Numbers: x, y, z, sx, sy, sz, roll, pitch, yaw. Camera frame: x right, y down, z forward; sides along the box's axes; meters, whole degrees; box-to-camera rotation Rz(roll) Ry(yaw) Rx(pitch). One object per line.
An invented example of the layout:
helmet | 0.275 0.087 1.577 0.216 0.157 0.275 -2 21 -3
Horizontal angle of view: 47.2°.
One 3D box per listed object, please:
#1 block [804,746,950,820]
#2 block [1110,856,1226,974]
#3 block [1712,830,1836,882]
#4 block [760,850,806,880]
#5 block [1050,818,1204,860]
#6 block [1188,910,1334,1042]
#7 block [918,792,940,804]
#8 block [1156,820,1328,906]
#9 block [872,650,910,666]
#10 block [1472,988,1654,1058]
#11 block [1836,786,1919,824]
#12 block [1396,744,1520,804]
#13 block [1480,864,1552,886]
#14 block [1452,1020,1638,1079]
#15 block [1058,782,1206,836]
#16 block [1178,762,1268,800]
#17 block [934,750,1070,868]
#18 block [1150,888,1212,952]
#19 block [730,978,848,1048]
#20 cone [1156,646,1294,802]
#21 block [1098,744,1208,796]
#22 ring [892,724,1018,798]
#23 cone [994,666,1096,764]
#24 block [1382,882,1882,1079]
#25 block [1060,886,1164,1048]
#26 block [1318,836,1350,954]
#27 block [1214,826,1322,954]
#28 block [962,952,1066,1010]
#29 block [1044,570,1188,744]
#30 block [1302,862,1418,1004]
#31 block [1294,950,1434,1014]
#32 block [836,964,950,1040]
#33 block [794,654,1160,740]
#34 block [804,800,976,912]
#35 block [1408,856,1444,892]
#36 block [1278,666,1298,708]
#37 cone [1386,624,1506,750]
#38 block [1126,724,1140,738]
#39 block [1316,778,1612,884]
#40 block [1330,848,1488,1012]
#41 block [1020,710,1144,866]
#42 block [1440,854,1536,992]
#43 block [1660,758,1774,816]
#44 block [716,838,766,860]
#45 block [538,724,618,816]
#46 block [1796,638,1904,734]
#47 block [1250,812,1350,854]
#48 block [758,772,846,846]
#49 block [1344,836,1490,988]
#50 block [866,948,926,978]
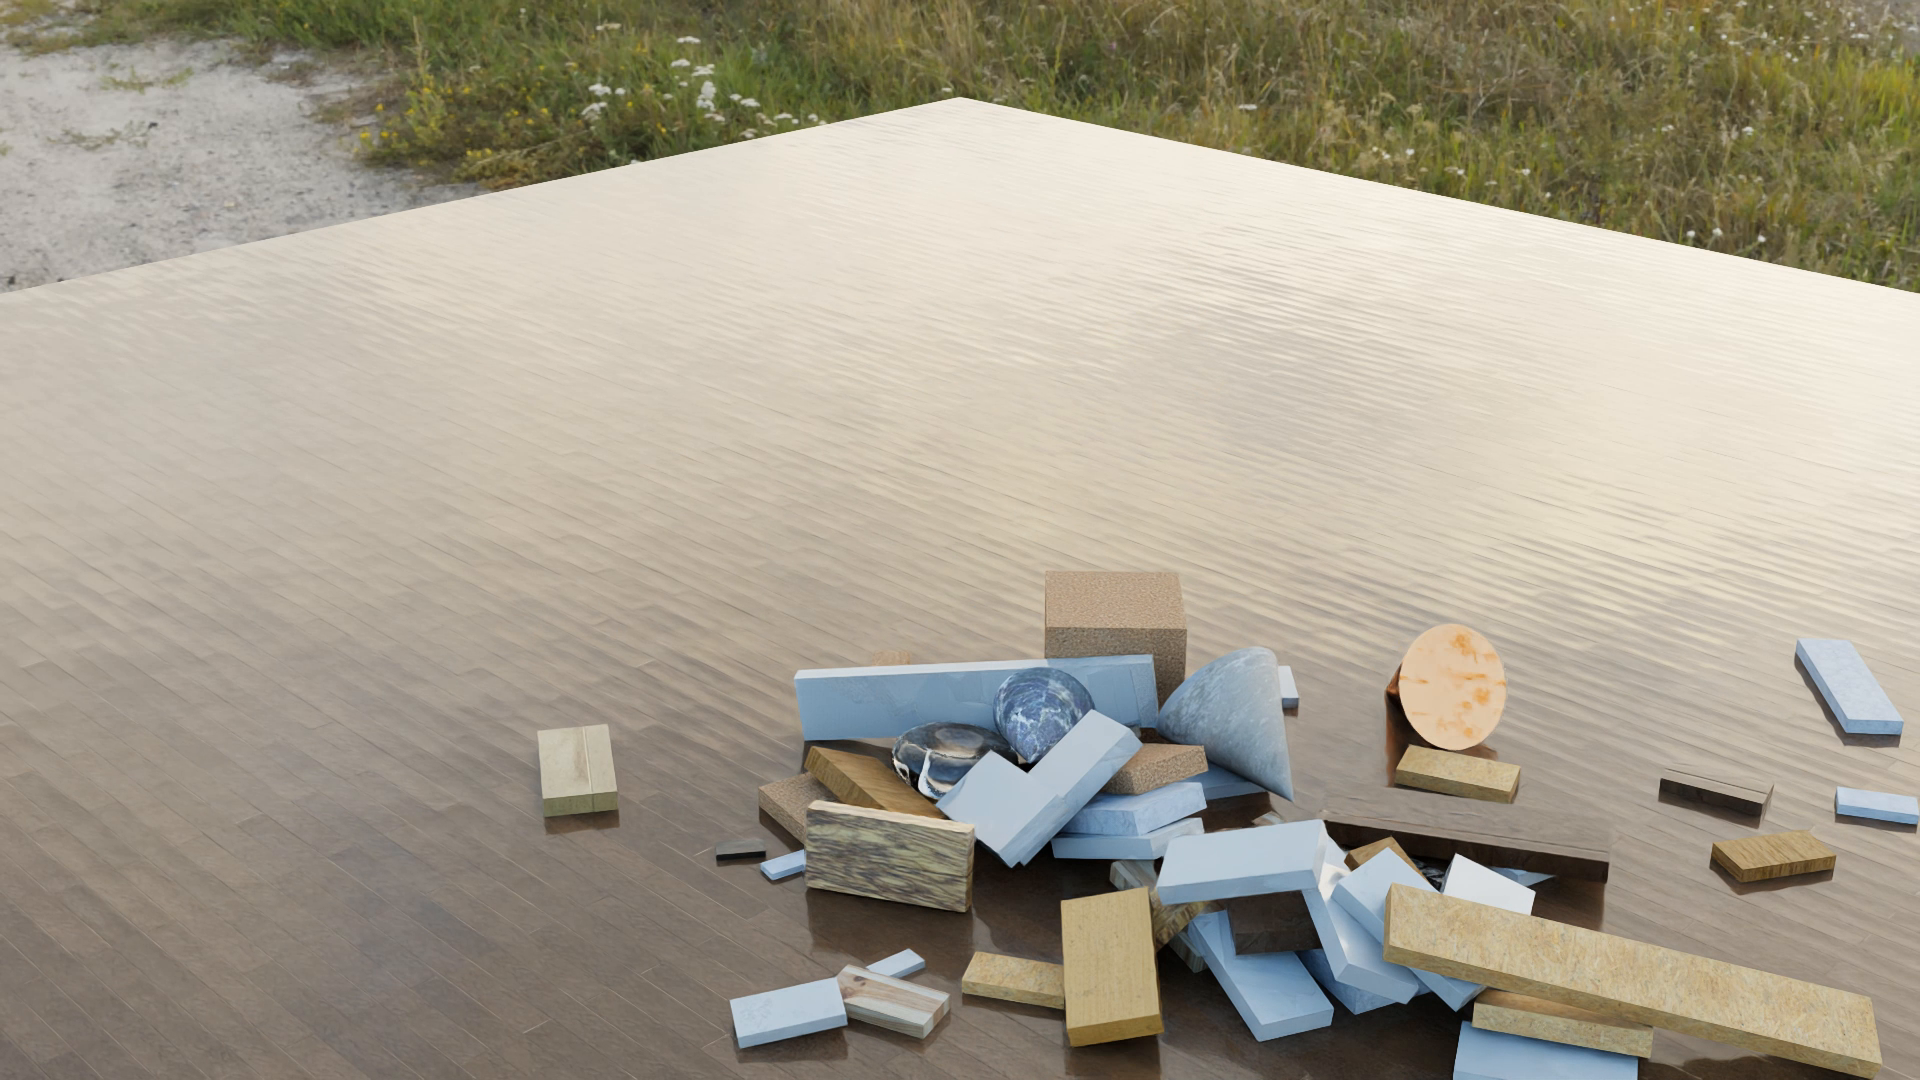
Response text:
block | -0.160 0.513 4.408 0.165 0.047 0.330 15 11 -37
block | 0.412 0.675 4.055 0.140 0.040 0.280 -14 37 -27
block | 1.582 0.614 4.277 0.204 0.029 0.102 -6 24 -13
block | -0.332 0.629 4.261 0.096 0.014 0.048 -14 27 -29
block | 0.320 0.571 4.214 0.140 0.040 0.280 -15 3 -39
block | 0.526 0.756 3.865 0.140 0.040 0.280 -8 34 -20
block | -0.027 0.529 4.495 0.105 0.015 0.053 17 28 35
block | 0.504 0.576 3.927 0.288 0.041 0.144 -11 26 23
block | -0.163 0.298 5.029 0.081 0.023 0.163 1 23 3
block | 1.019 0.815 3.718 0.288 0.041 0.144 7 1 17
block | 1.861 0.539 4.464 0.152 0.022 0.076 7 24 16
block | 1.035 0.487 4.570 0.234 0.033 0.117 10 25 22
block | 1.049 0.601 4.301 0.117 0.033 0.234 -13 26 -29
block | 0.969 0.878 3.639 0.288 0.041 0.144 7 24 16
block | 0.299 0.522 4.296 0.175 0.049 0.349 -17 5 -34
block | 0.526 0.497 4.553 0.204 0.029 0.102 -7 24 -15
block | 0.079 0.520 4.282 0.159 0.045 0.318 -44 23 -10
block | 0.352 0.685 3.961 0.204 0.029 0.102 -41 28 -12
block | -0.294 0.811 3.774 0.187 0.027 0.094 -11 32 -9
cone | 0.605 0.427 4.509 0.294 0.294 0.294 -13 53 -29
block | 0.325 0.456 4.415 0.175 0.049 0.349 -15 4 -28
ring | -0.010 0.457 4.548 0.266 0.089 0.266 5 19 -2
cone | 0.159 0.408 4.517 0.220 0.220 0.220 4 23 9
block | 1.128 0.741 3.713 0.828 0.041 0.144 13 39 3
block | 0.263 0.741 3.839 0.159 0.045 0.318 -11 32 7
block | 0.667 0.644 4.057 0.161 0.046 0.321 -7 24 -16
block | 0.559 0.628 3.978 0.161 0.046 0.321 -4 26 1
block | 0.106 0.779 3.891 0.187 0.027 0.094 6 24 15
block | 0.331 0.261 4.772 0.292 0.292 0.292 1 23 2
block | 0.686 0.675 3.821 0.144 0.041 0.288 21 25 -18
block | 0.690 0.725 3.988 0.175 0.049 0.349 -10 25 -23
block | -0.131 0.803 3.831 0.204 0.029 0.102 11 25 24
block | 0.033 0.335 4.654 0.766 0.149 0.042 -3 22 12
block | -0.133 0.595 4.148 0.318 0.159 0.045 7 15 16
block | 0.885 0.638 4.212 0.063 0.018 0.127 1 16 -45
block | 0.712 0.329 4.956 0.081 0.023 0.163 0 23 1
cone | 1.008 0.327 4.835 0.269 0.269 0.269 -10 -2 -22
block | 0.296 0.418 4.511 0.094 0.027 0.187 -11 4 24
block | 0.981 0.564 4.286 0.552 0.047 0.165 7 24 16
block | 0.796 0.669 3.797 0.144 0.041 0.288 -25 56 -38
block | 0.193 0.481 4.301 0.330 0.047 0.165 -44 23 -11
block | 0.941 0.696 3.987 0.161 0.046 0.321 26 27 10
block | 1.558 0.507 4.528 0.204 0.029 0.102 13 26 29
block | -0.431 0.607 4.313 0.096 0.014 0.048 -3 23 -8
block | -0.798 0.477 4.582 0.148 0.042 0.297 -5 23 -11
block | 1.998 0.326 4.951 0.117 0.033 0.408 2 23 4
block | 0.740 0.621 4.275 0.063 0.018 0.405 -19 30 -38
block | -0.266 0.554 4.400 0.148 0.042 0.297 -14 27 -30
block | 0.811 0.662 3.863 0.102 0.029 0.321 -13 49 -29
block | -0.115 0.765 3.940 0.096 0.014 0.048 -17 28 -34
